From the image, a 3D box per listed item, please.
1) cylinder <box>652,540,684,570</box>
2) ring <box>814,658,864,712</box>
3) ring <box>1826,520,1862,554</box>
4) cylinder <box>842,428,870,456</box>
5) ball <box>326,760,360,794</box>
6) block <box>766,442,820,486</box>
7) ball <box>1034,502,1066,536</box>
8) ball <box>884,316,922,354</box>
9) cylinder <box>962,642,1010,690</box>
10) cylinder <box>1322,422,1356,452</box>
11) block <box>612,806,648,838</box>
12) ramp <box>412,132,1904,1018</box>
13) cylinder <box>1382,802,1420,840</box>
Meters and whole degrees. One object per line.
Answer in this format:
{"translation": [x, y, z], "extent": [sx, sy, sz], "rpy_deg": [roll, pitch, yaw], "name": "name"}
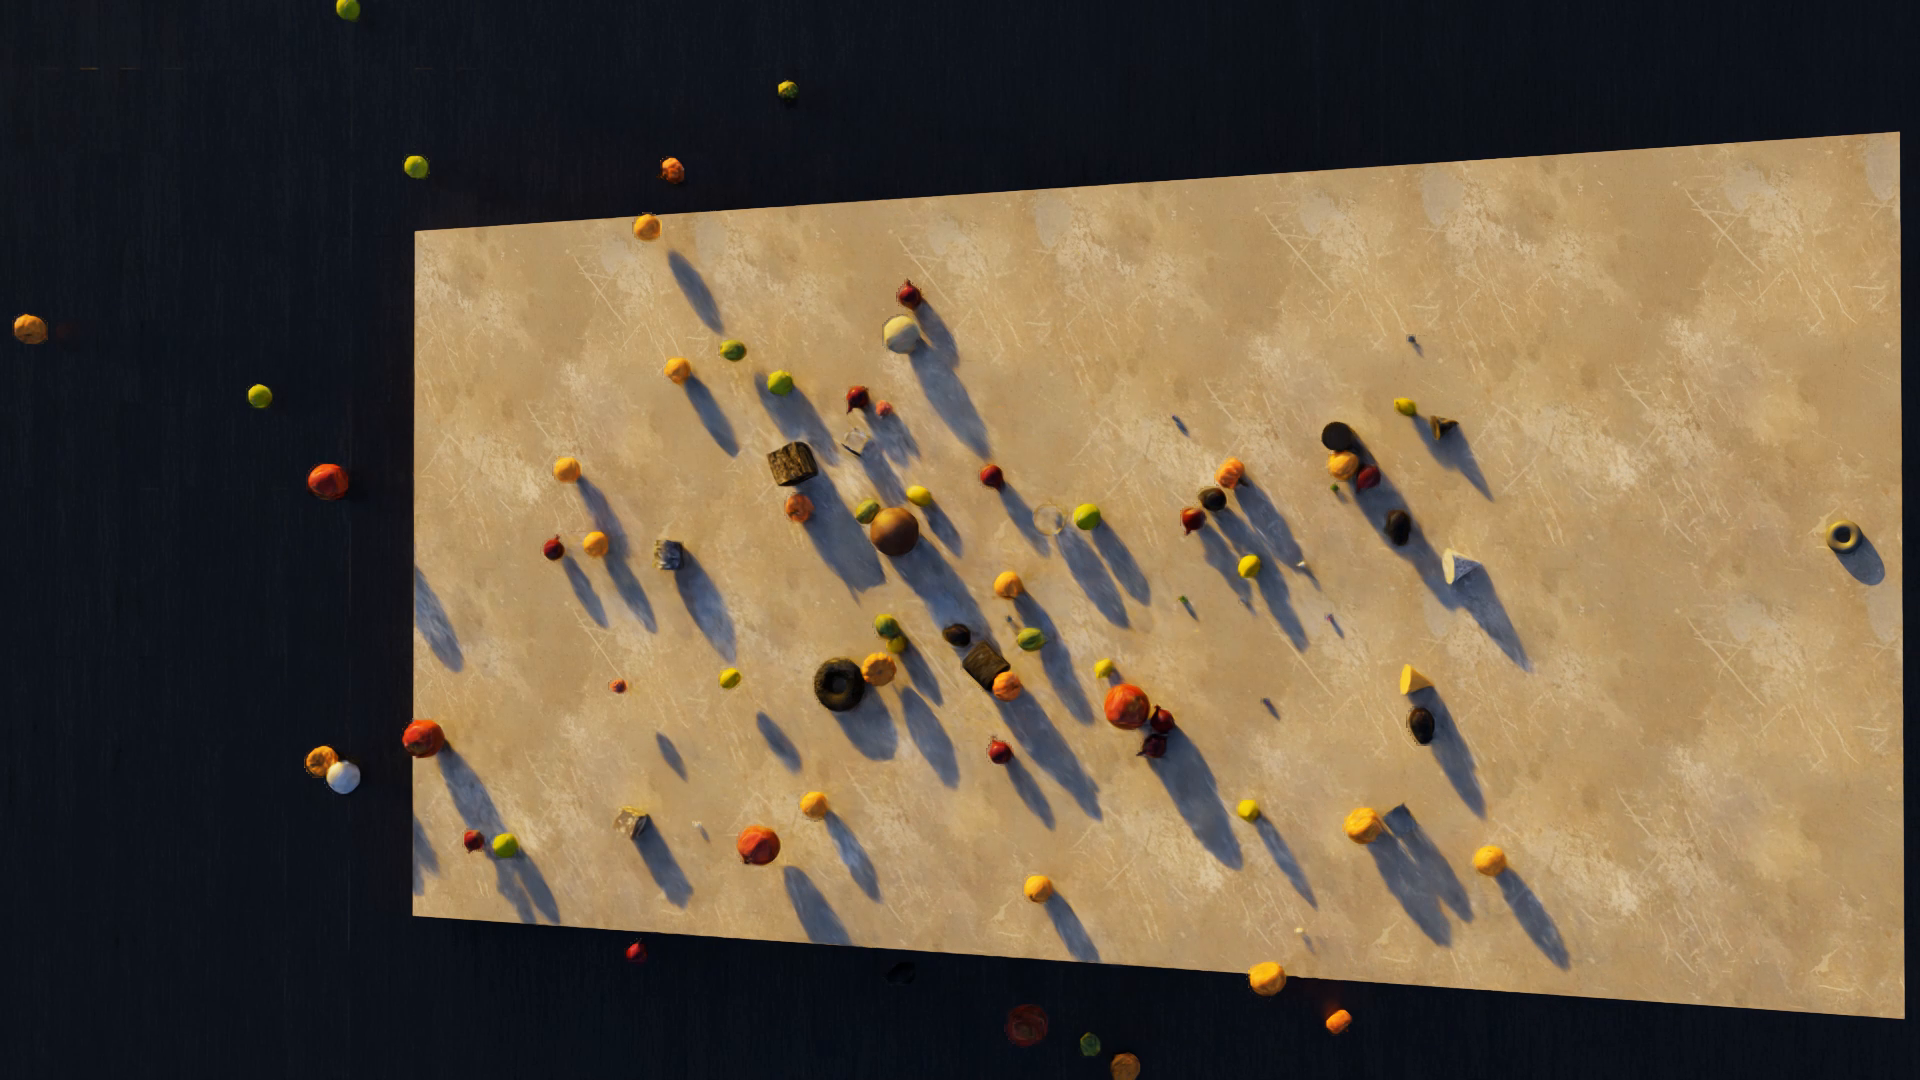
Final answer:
{"translation": [-0.806, 0.042, 6.070], "extent": [0.078, 0.078, 0.078], "rpy_deg": [4, 88, 0], "name": "cylinder"}
{"translation": [-0.323, 0.387, 5.895], "extent": [0.147, 0.049, 0.147], "rpy_deg": [0, 90, 23], "name": "ring"}
{"translation": [2.007, -0.007, 4.992], "extent": [0.078, 0.026, 0.078], "rpy_deg": [-1, 89, 23], "name": "ring"}
{"translation": [-0.278, -0.263, 5.881], "extent": [0.054, 0.054, 0.054], "rpy_deg": [32, 103, 0], "name": "cylinder"}
{"translation": [-1.805, 0.694, 6.442], "extent": [0.096, 0.096, 0.096], "rpy_deg": [0, 89, 0], "name": "ball"}
{"translation": [-0.451, -0.204, 5.931], "extent": [0.089, 0.089, 0.089], "rpy_deg": [-25, 81, 19], "name": "block"}
{"translation": [0.230, -0.054, 5.662], "extent": [0.085, 0.085, 0.085], "rpy_deg": [0, 89, 0], "name": "ball"}
{"translation": [-0.153, -0.541, 5.812], "extent": [0.100, 0.100, 0.100], "rpy_deg": [0, 89, 0], "name": "ball"}
{"translation": [0.067, 0.328, 5.719], "extent": [0.090, 0.090, 0.090], "rpy_deg": [43, 89, 17], "name": "cylinder"}
{"translation": [0.931, -0.252, 5.395], "extent": [0.072, 0.072, 0.072], "rpy_deg": [0, 89, 22], "name": "cylinder"}
{"translation": [-0.916, 0.783, 6.116], "extent": [0.063, 0.063, 0.063], "rpy_deg": [21, 97, 20], "name": "block"}
{"translation": [0.282, 0.087, 5.739], "extent": [4.000, 0.100, 2.000], "rpy_deg": [0, 89, 22], "name": "ramp"}
{"translation": [1.068, 0.681, 5.332], "extent": [0.066, 0.066, 0.066], "rpy_deg": [-33, 77, 0], "name": "cylinder"}
